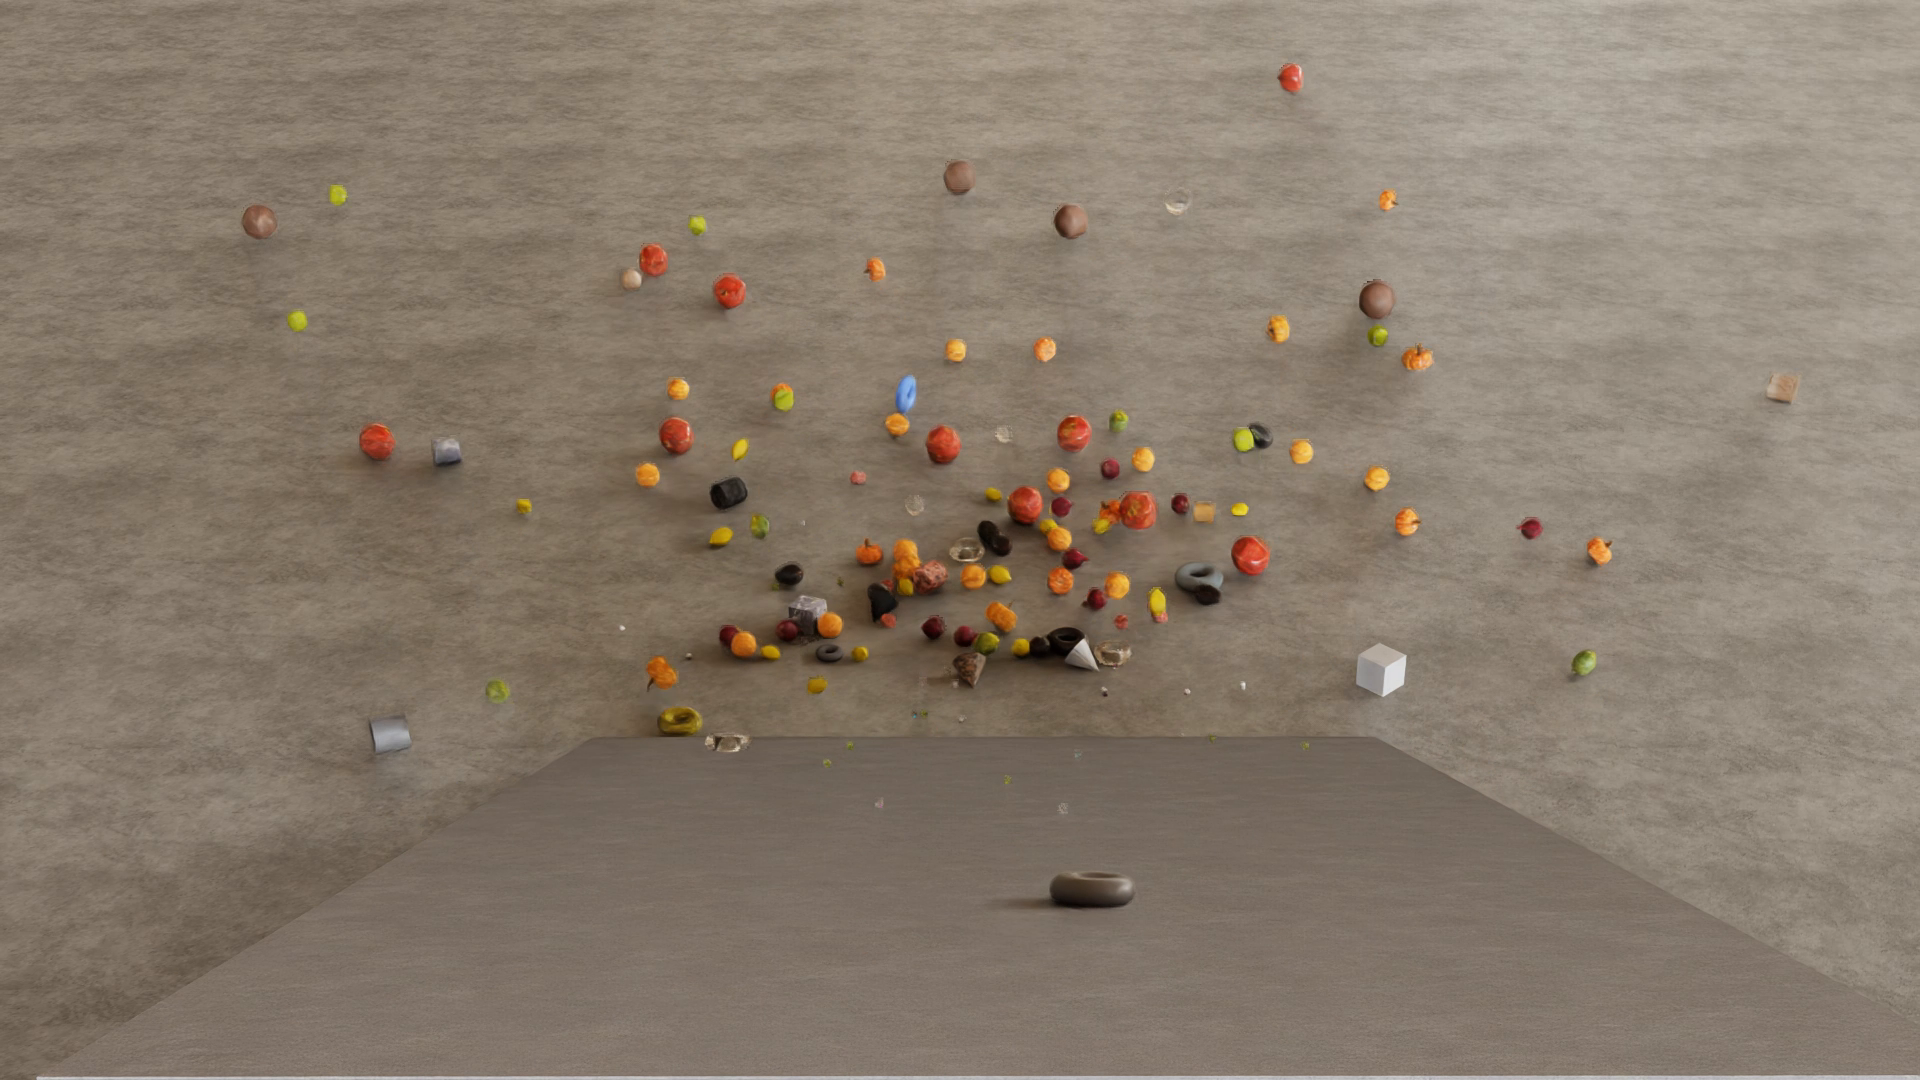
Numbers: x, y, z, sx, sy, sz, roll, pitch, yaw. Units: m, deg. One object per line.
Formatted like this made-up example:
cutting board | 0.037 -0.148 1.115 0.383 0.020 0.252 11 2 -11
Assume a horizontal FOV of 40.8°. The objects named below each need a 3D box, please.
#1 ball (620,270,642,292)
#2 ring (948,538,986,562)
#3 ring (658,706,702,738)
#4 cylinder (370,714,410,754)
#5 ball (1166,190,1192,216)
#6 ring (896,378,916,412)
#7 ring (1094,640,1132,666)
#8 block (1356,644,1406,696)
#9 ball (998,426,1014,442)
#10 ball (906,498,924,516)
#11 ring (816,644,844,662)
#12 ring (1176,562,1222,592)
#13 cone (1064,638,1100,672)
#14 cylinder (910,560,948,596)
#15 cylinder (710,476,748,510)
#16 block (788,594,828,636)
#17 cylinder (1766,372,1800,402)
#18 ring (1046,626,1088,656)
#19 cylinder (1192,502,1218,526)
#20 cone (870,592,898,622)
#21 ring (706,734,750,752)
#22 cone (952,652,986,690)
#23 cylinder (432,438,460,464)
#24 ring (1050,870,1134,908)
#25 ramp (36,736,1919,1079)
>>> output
ball | -1.196 -0.944 9.400 0.078 0.078 0.078 0 28 0
ring | 0.021 0.030 7.642 0.108 0.036 0.108 1 30 0
ring | -0.739 0.480 6.805 0.117 0.039 0.117 0 29 0
cylinder | -1.480 0.503 6.709 0.090 0.090 0.090 -10 30 -18
ball | 0.852 -1.314 10.062 0.100 0.100 0.100 0 28 0
ring | -0.178 -0.476 8.496 0.039 0.116 0.116 11 30 19
ring | 0.421 0.311 7.123 0.104 0.035 0.104 -1 28 1
block | 1.139 0.351 6.988 0.092 0.092 0.092 -25 37 -38
ball | 0.146 -0.339 8.307 0.053 0.053 0.053 0 28 0
ball | -0.137 -0.102 7.867 0.053 0.053 0.053 0 28 0
ring | -0.360 0.312 7.129 0.077 0.026 0.077 1 27 0
ring | 0.692 0.108 7.485 0.139 0.046 0.139 0 28 0
cone | 0.348 0.332 7.077 0.090 0.090 0.090 40 42 13
cylinder | -0.089 0.109 7.452 0.077 0.077 0.077 20 34 32
cylinder | -0.708 -0.143 7.915 0.080 0.080 0.080 -25 37 -38
block | -0.427 0.212 7.260 0.078 0.078 0.078 13 31 22
cylinder | 2.731 -0.504 8.577 0.084 0.084 0.084 15 32 24
ring | 0.299 0.281 7.173 0.119 0.040 0.119 1 29 -1
cylinder | 0.738 -0.081 7.804 0.055 0.055 0.055 34 37 10
cone | -0.231 0.203 7.319 0.083 0.083 0.083 11 57 20
ring | -0.561 0.490 6.251 0.111 0.037 0.111 0 2 0
cone | 0.031 0.368 7.009 0.092 0.092 0.092 -3 55 -6
cylinder | -1.623 -0.280 8.172 0.077 0.077 0.077 -8 29 -14
ring | 0.193 0.511 3.783 0.126 0.042 0.126 1 0 0
ramp | 0.064 0.573 4.616 2.000 0.100 4.000 0 1 0
